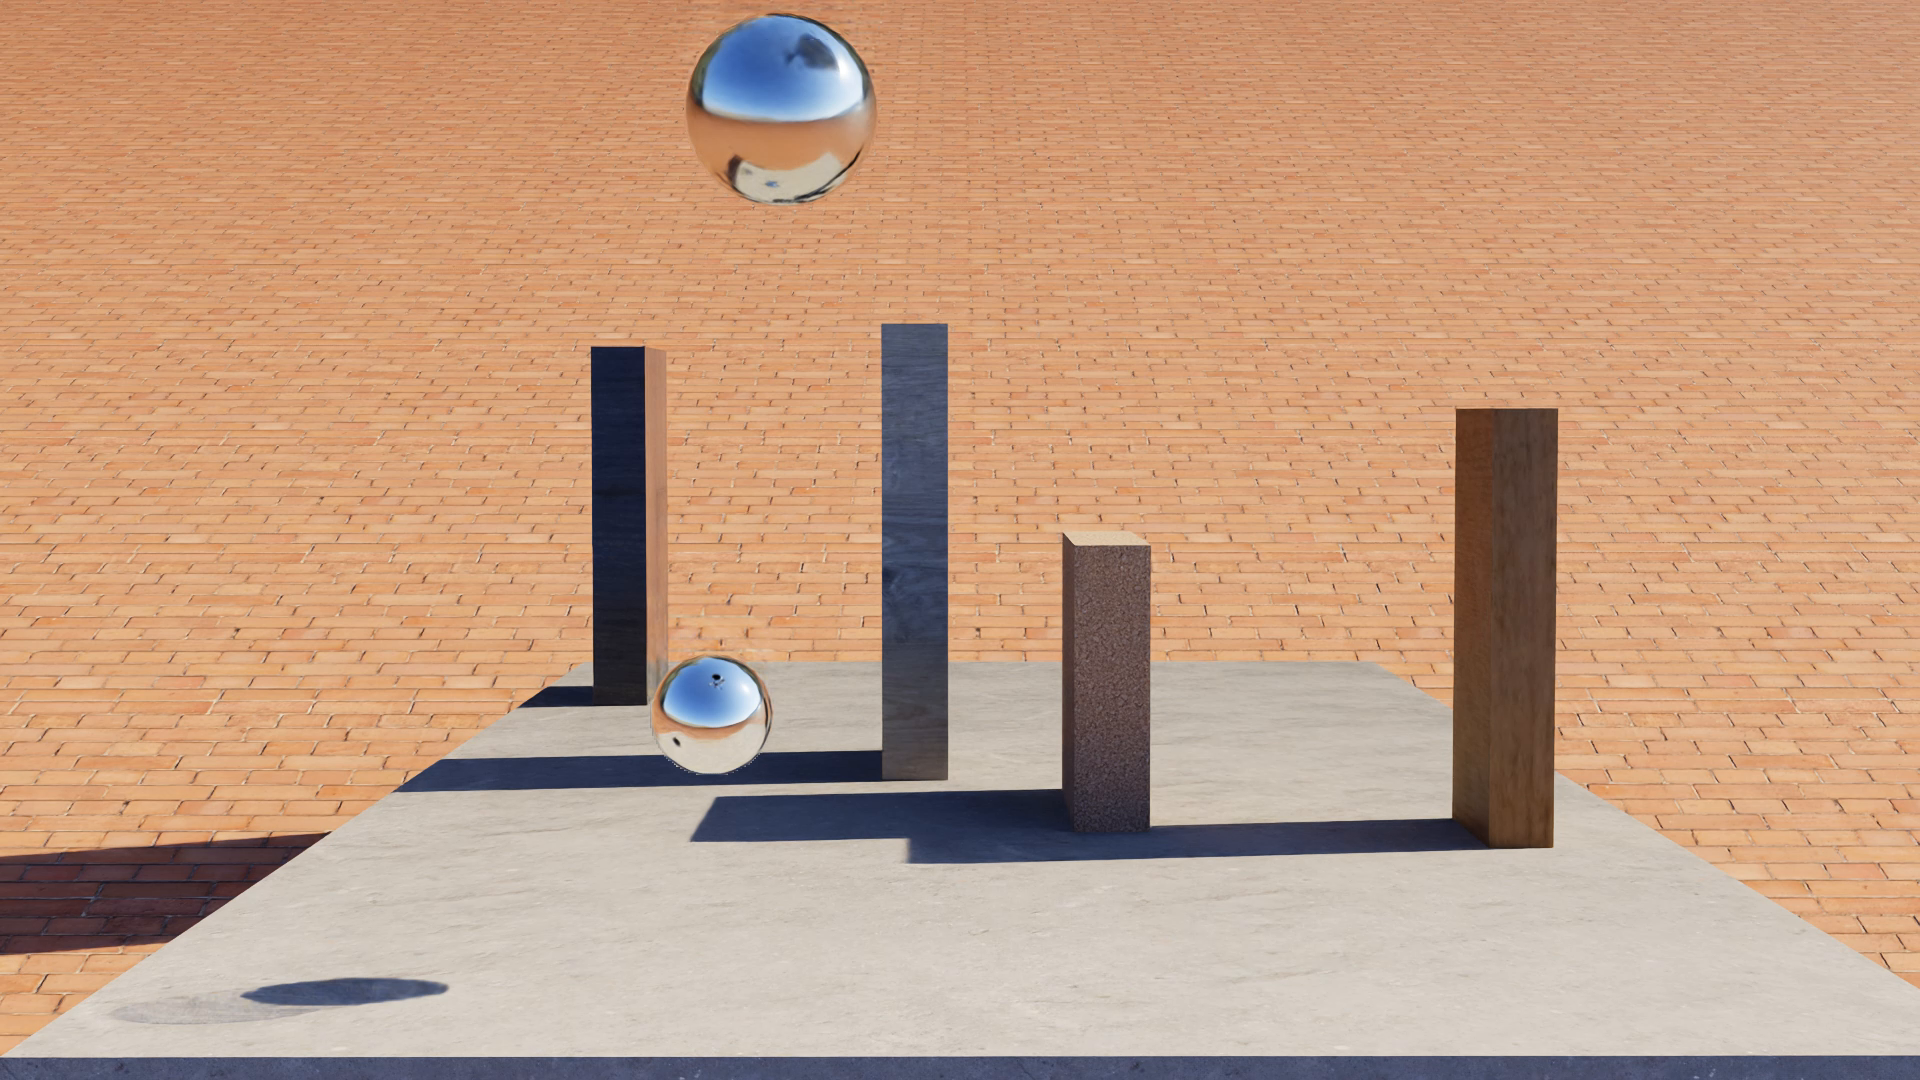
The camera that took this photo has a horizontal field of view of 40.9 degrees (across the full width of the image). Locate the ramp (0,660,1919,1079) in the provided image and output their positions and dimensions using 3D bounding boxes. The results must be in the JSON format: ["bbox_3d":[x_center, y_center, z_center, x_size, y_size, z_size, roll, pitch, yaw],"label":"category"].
[{"bbox_3d":[0.051,0.458,4.533,2.000,0.100,4.000,0,3,0],"label":"ramp"}]

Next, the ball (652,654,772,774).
[{"bbox_3d":[-0.276,0.194,2.862,0.134,0.134,0.134,0,22,0],"label":"ball"}]

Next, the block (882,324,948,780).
[{"bbox_3d":[-0.078,0.012,4.604,0.114,0.784,0.399,0,3,0],"label":"block"}]

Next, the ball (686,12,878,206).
[{"bbox_3d":[-0.188,-0.453,2.711,0.202,0.202,0.202,0,22,0],"label":"ball"}]

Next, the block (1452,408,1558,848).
[{"bbox_3d":[0.815,0.122,3.858,0.094,0.638,0.277,0,3,0],"label":"block"}]

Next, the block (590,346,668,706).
[{"bbox_3d":[-0.734,-0.039,5.737,0.116,0.773,0.412,0,3,0],"label":"block"}]

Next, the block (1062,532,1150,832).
[{"bbox_3d":[0.229,0.213,4.093,0.114,0.434,0.449,0,3,0],"label":"block"}]
